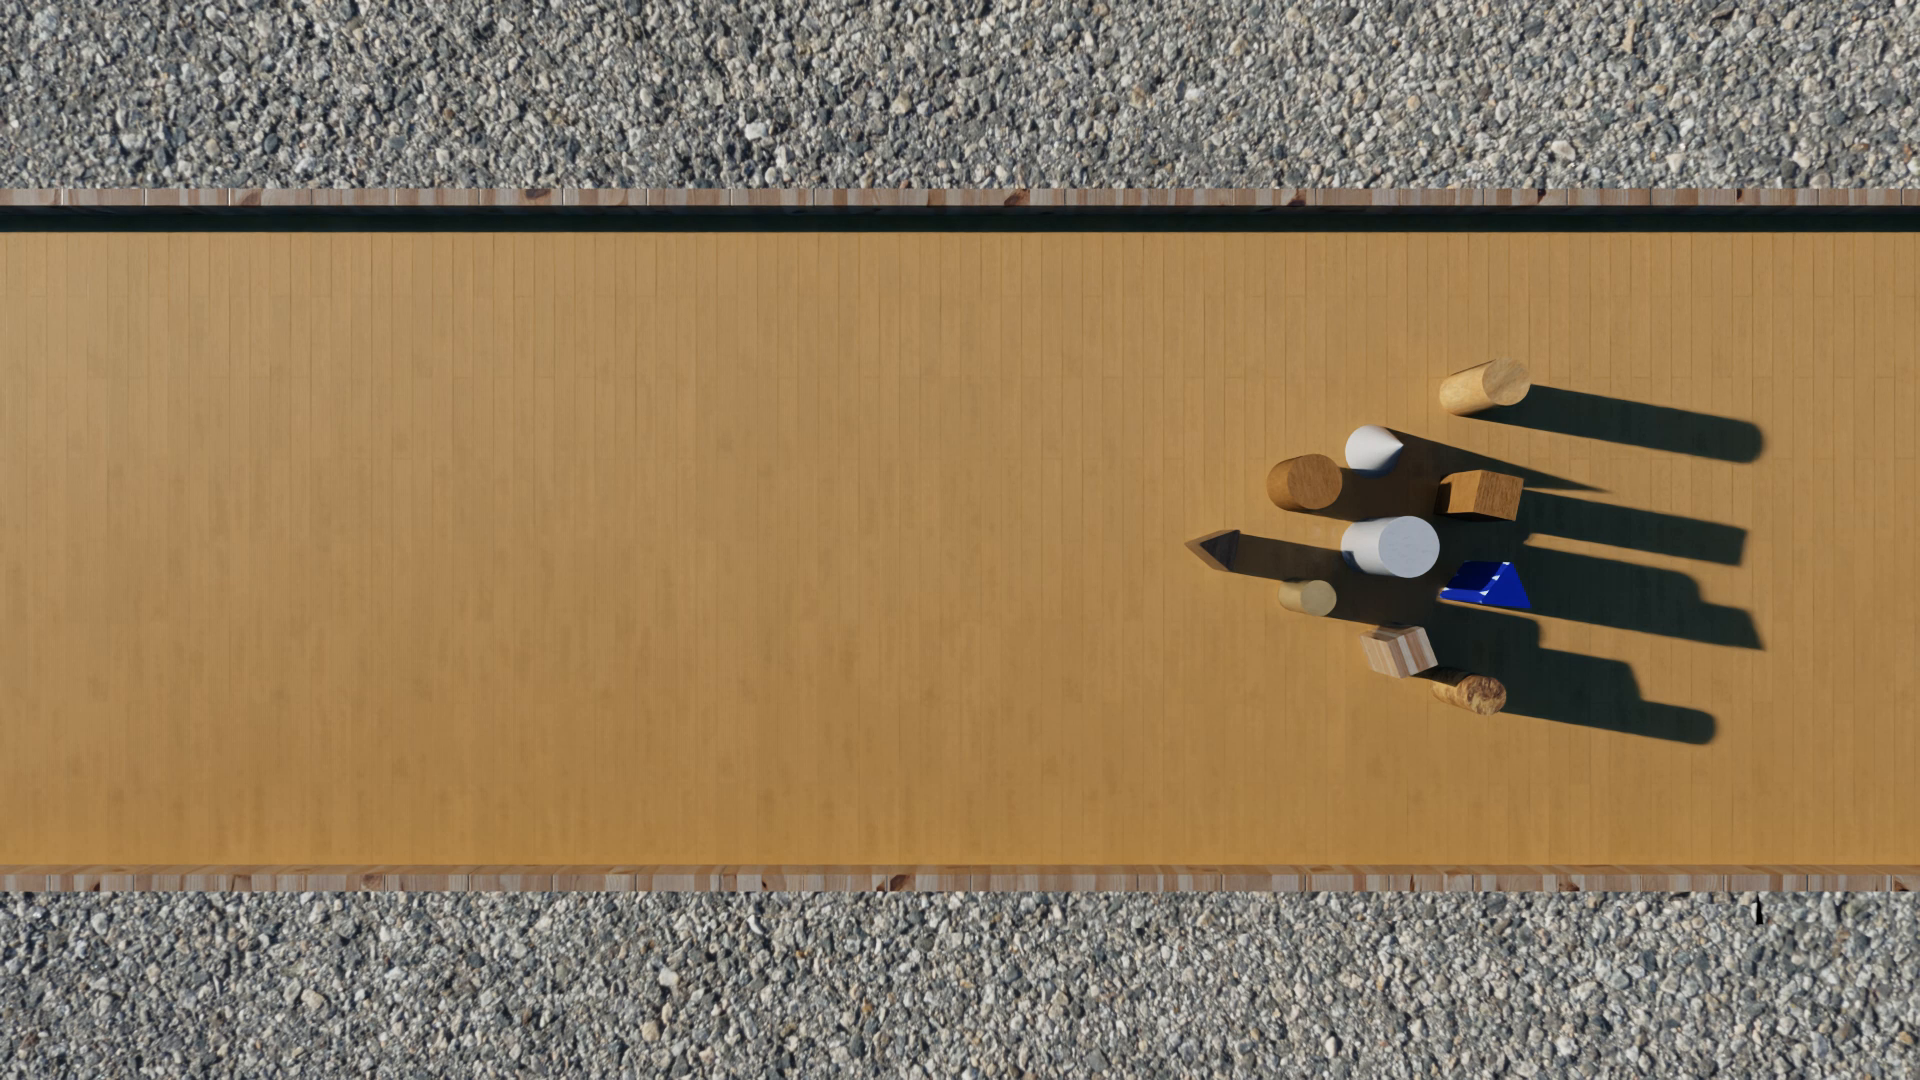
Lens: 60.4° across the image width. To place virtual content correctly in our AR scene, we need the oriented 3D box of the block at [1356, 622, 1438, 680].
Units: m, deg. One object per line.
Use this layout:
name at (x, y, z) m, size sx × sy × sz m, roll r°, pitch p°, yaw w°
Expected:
block at (1.296, 0.325, 4.901) m, size 0.115 × 0.351 × 0.115 m, roll -21°, pitch 90°, yaw 0°

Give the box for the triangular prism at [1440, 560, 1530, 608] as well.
triangular prism at (1.552, 0.124, 4.870) m, size 0.140 × 0.413 × 0.121 m, roll 7°, pitch 90°, yaw 0°

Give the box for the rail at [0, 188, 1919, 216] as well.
rail at (-2.247, -1.025, 5.002) m, size 12.000 × 0.150 × 0.050 m, roll 0°, pitch 90°, yaw 0°

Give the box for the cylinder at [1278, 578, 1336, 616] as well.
cylinder at (1.029, 0.167, 4.905) m, size 0.104 × 0.342 × 0.104 m, roll 0°, pitch 90°, yaw 0°

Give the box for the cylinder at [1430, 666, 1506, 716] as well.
cylinder at (1.502, 0.446, 4.891) m, size 0.112 × 0.371 × 0.112 m, roll 0°, pitch 90°, yaw 0°

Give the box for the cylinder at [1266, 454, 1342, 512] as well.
cylinder at (1.023, -0.169, 4.916) m, size 0.161 × 0.320 × 0.161 m, roll 0°, pitch 90°, yaw 0°

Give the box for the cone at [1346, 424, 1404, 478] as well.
cone at (1.269, -0.272, 4.897) m, size 0.167 × 0.360 × 0.167 m, roll 0°, pitch 90°, yaw 0°

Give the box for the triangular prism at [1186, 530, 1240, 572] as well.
triangular prism at (0.771, 0.011, 4.912) m, size 0.121 × 0.328 × 0.105 m, roll 40°, pitch 90°, yaw 0°

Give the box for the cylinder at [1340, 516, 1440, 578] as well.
cylinder at (1.259, 0.019, 4.851) m, size 0.173 × 0.451 × 0.173 m, roll 0°, pitch 90°, yaw 0°

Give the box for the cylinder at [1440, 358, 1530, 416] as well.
cylinder at (1.544, -0.449, 4.869) m, size 0.137 × 0.415 × 0.137 m, roll 0°, pitch 90°, yaw 0°

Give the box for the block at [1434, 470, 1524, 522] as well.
block at (1.528, -0.127, 4.878) m, size 0.123 × 0.396 × 0.123 m, roll 12°, pitch 90°, yaw 0°

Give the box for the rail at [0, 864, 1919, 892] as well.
rail at (-2.247, 1.025, 5.001) m, size 12.000 × 0.150 × 0.050 m, roll 0°, pitch 90°, yaw 0°
